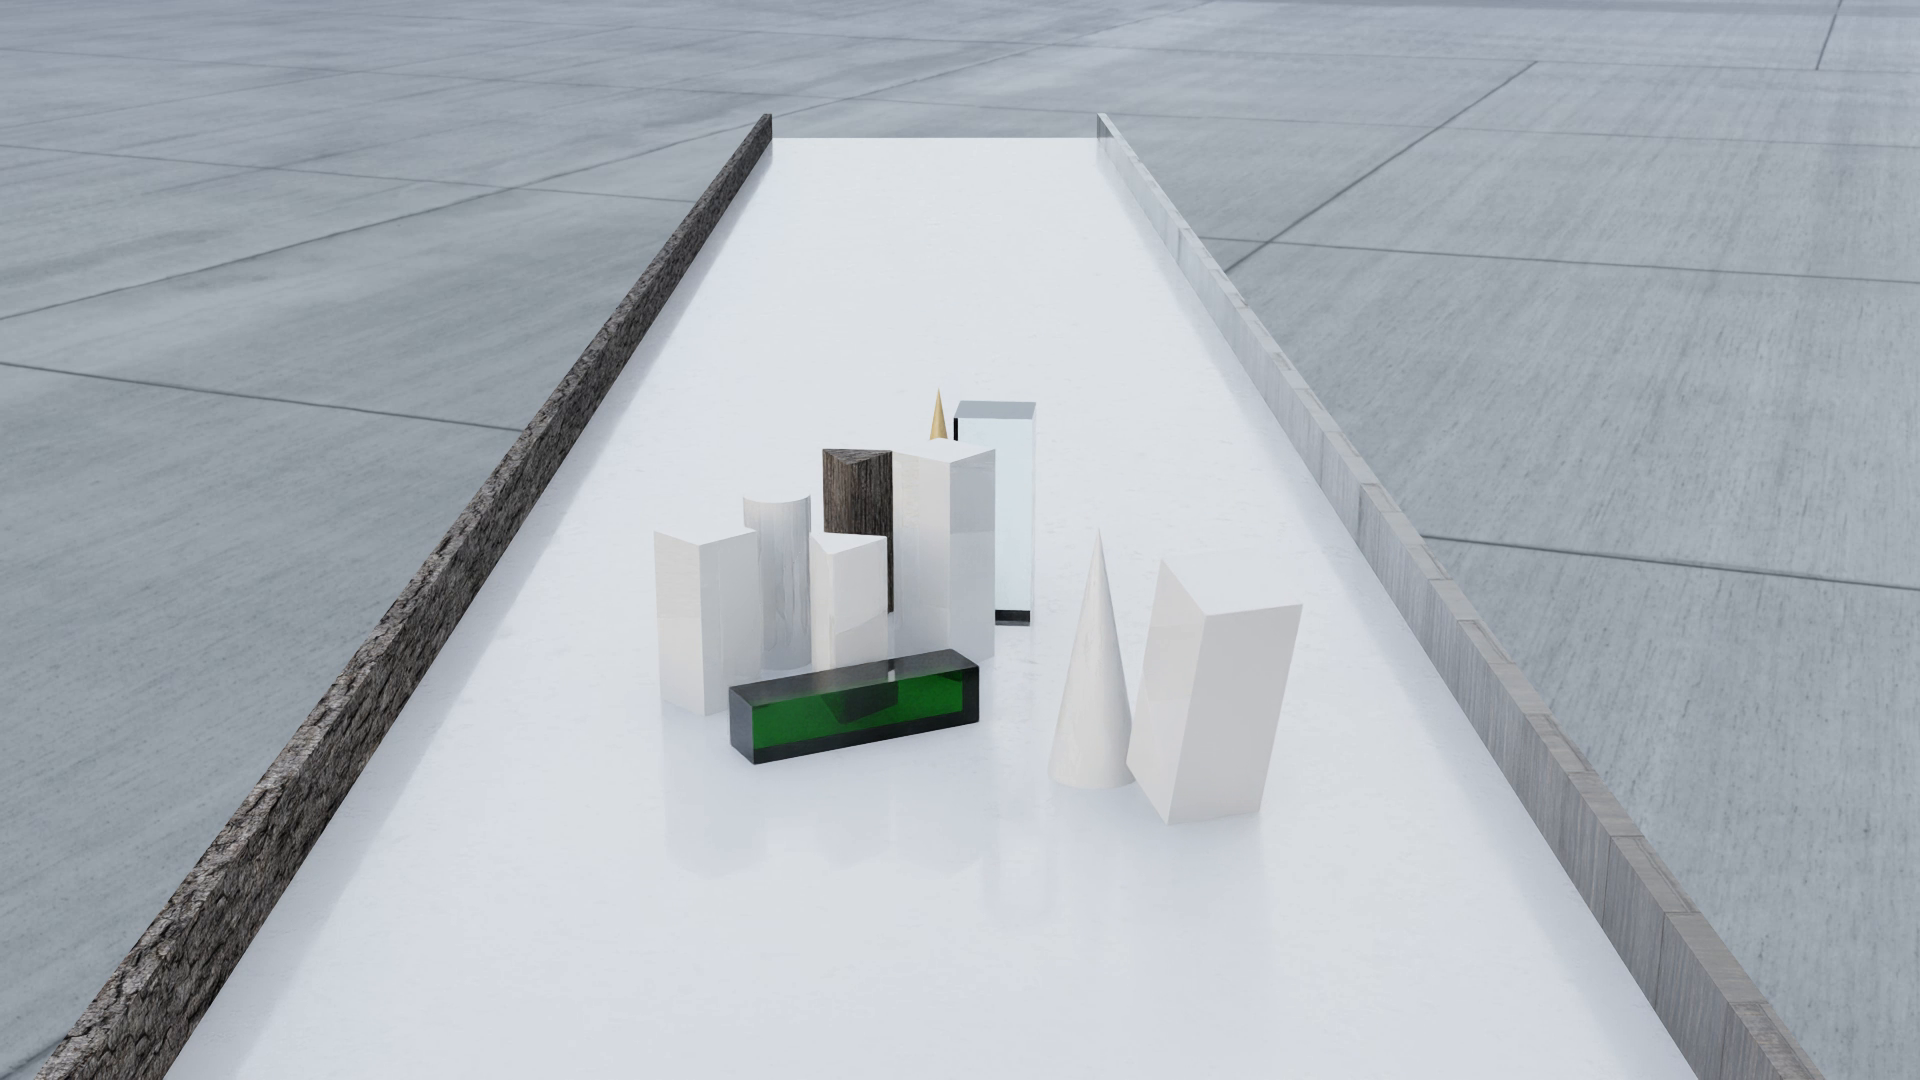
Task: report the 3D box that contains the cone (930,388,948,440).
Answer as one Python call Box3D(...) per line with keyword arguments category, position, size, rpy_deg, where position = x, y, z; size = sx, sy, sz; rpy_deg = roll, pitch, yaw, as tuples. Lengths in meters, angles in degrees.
Box3D(category="cone", position=(-0.047, -0.122, 4.855), size=(0.152, 0.446, 0.152), rpy_deg=(0, 17, 0))

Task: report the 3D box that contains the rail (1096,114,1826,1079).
Box3D(category="rail", position=(0.932, -0.844, 7.801), size=(0.050, 0.150, 12.000), rpy_deg=(0, 17, -1))

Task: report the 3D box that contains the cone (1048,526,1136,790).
Box3D(category="cone", position=(0.236, 0.189, 3.799), size=(0.166, 0.451, 0.166), rpy_deg=(0, 17, 0))

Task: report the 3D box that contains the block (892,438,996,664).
Box3D(category="block", position=(-0.031, 0.030, 4.367), size=(0.143, 0.432, 0.143), rpy_deg=(13, 21, 37))

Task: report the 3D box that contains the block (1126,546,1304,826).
Box3D(category="block", position=(0.414, 0.242, 3.624), size=(0.172, 0.419, 0.172), rpy_deg=(-6, 34, -19))

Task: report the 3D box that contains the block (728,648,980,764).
Box3D(category="block", position=(-0.190, 0.301, 4.019), size=(0.452, 0.111, 0.111), rpy_deg=(-8, 19, -26))

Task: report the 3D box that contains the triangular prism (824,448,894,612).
Box3D(category="triangular prism", position=(-0.237, -0.012, 4.648), size=(0.127, 0.354, 0.147), rpy_deg=(12, 20, 34))

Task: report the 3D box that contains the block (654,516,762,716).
Box3D(category="block", position=(-0.476, 0.143, 4.158), size=(0.137, 0.335, 0.137), rpy_deg=(-16, 23, -42))

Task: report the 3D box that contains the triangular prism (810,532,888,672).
Box3D(category="triangular prism", position=(-0.235, 0.150, 4.163), size=(0.129, 0.318, 0.149), rpy_deg=(14, 22, 40))

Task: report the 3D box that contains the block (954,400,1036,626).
Box3D(category="block", position=(0.074, -0.057, 4.636), size=(0.162, 0.446, 0.162), rpy_deg=(1, 17, 5))

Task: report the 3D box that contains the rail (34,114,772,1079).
Box3D(category="rail", position=(-1.118, -0.838, 7.780), size=(0.050, 0.150, 12.000), rpy_deg=(0, 17, -1))

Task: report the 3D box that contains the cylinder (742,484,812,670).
Box3D(category="cylinder", position=(-0.361, 0.074, 4.373), size=(0.134, 0.345, 0.134), rpy_deg=(0, 17, 0))
